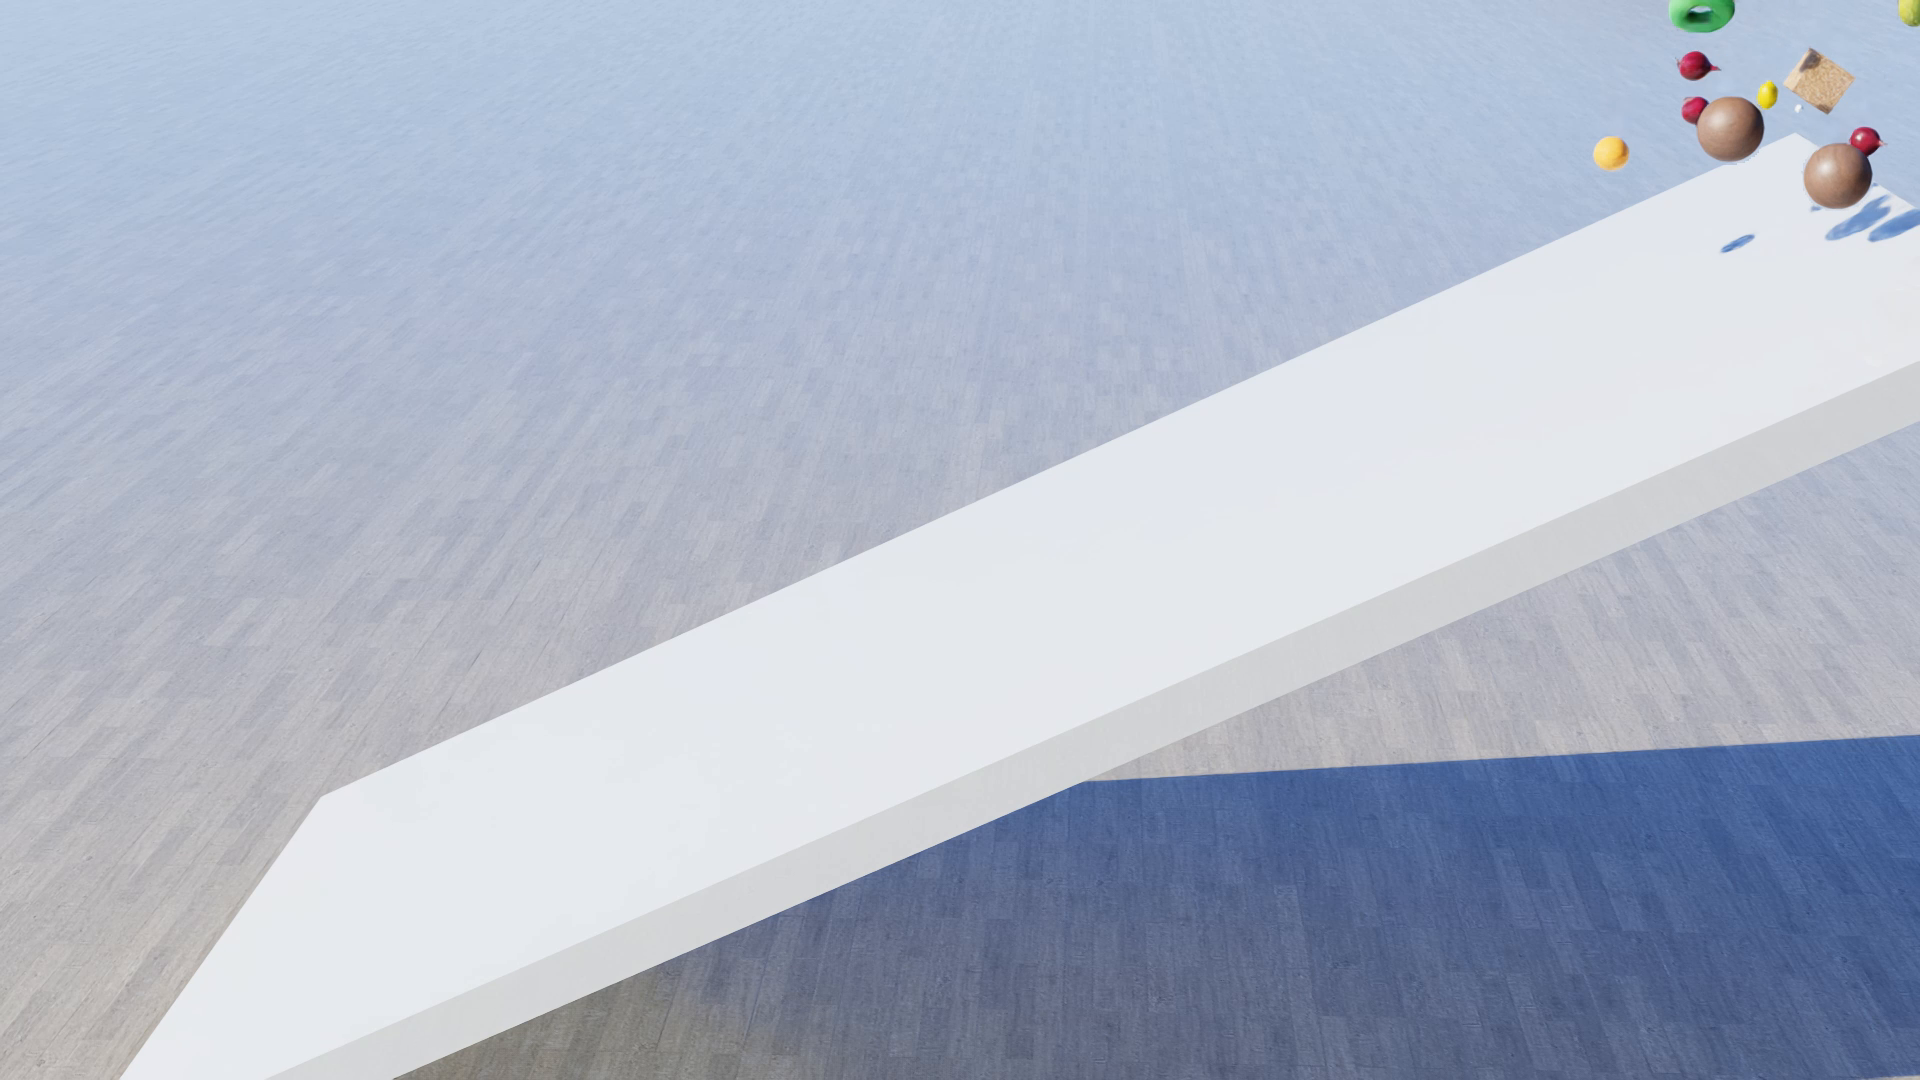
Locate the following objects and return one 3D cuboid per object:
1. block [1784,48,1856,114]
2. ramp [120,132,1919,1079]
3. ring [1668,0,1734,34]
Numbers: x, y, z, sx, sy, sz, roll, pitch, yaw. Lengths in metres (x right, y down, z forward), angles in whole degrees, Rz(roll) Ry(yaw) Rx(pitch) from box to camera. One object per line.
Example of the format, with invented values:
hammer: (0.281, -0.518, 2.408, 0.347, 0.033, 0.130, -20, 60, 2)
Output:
block: (1.768, -0.945, 6.054, 0.092, 0.092, 0.092, 33, 15, -6)
ramp: (0.136, 0.169, 6.282, 4.000, 0.100, 2.000, -24, 13, 9)
ring: (1.461, -1.046, 5.795, 0.128, 0.043, 0.128, 7, -27, 3)
